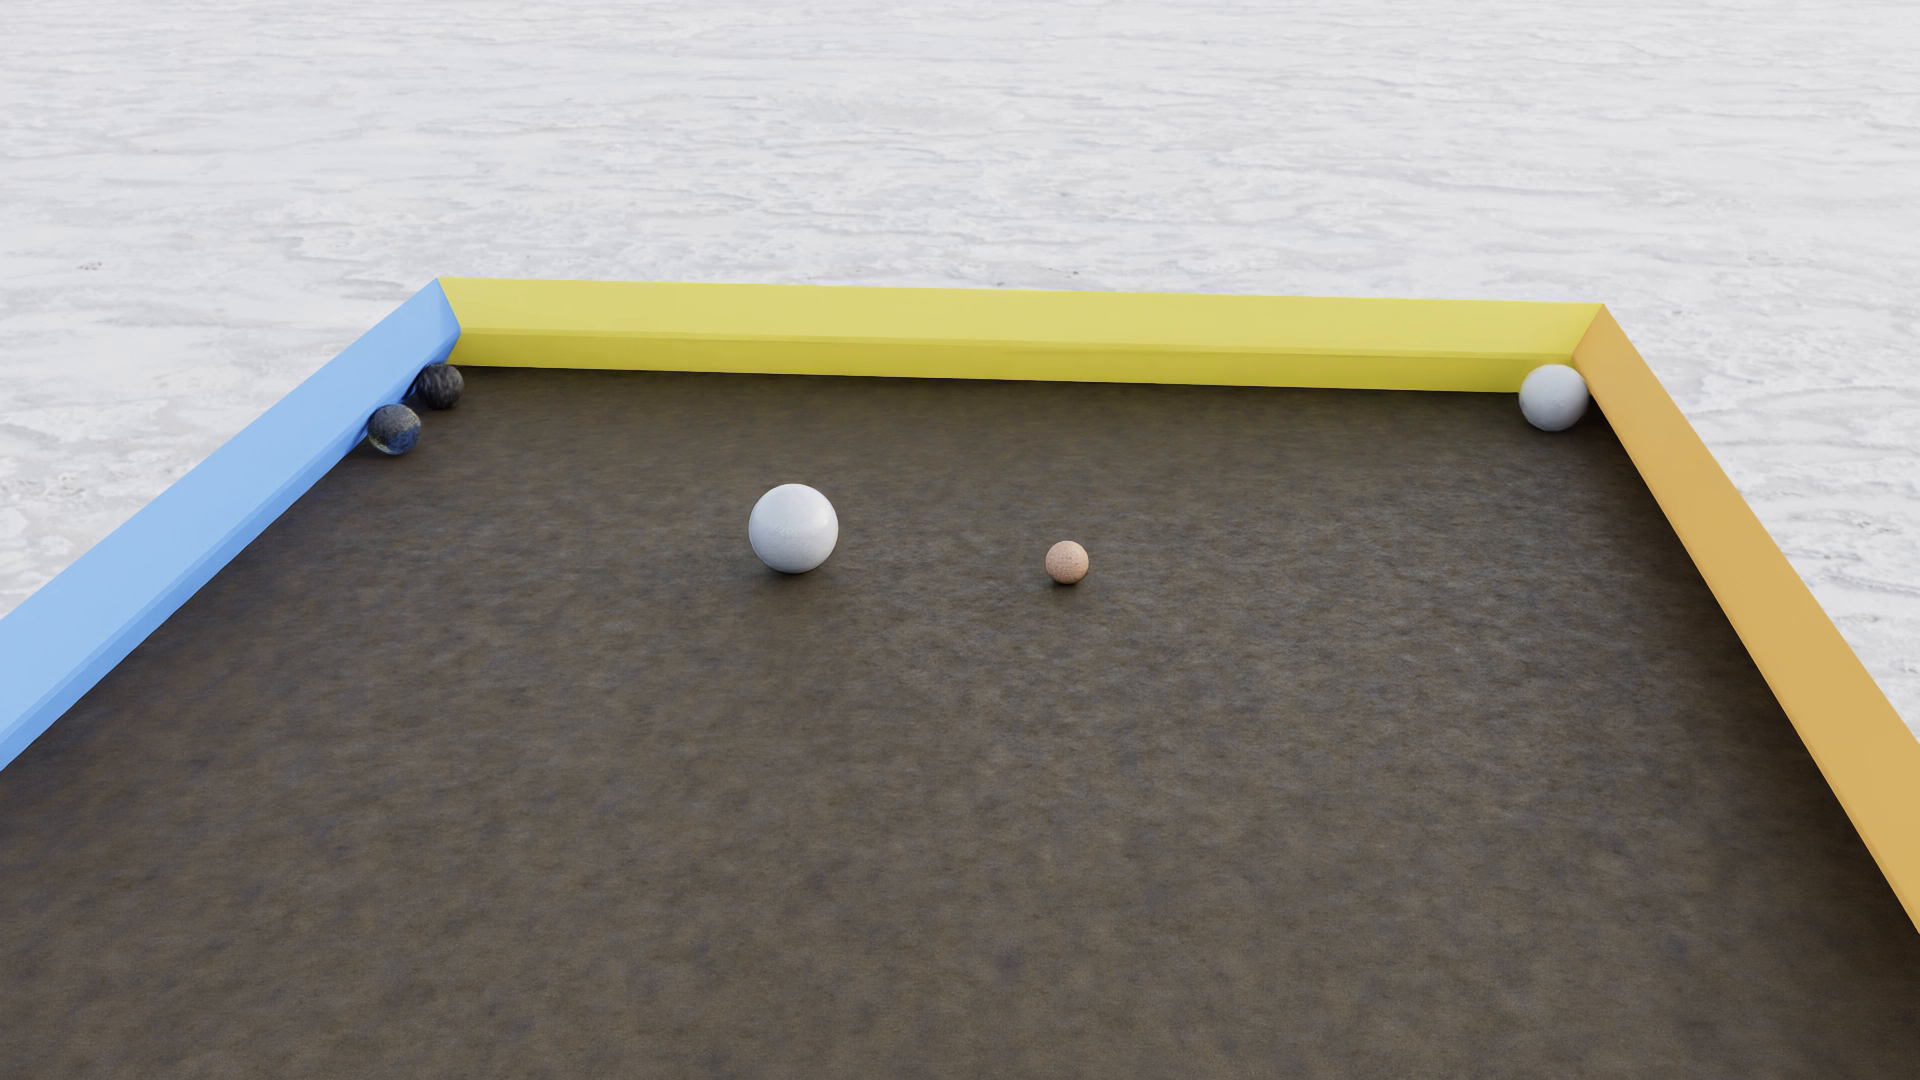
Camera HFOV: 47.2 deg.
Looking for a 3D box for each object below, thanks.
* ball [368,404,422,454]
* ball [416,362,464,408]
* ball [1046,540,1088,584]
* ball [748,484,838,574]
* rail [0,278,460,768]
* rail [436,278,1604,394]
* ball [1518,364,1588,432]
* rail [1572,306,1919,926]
[{"bbox_3d":[-0.720,-0.141,2.802,0.065,0.065,0.065,0,21,0],"label":"ball"},{"bbox_3d":[-0.705,-0.209,2.985,0.062,0.062,0.062,0,21,0],"label":"ball"},{"bbox_3d":[0.116,0.024,2.394,0.047,0.047,0.047,0,21,0],"label":"ball"},{"bbox_3d":[-0.183,-0.013,2.418,0.099,0.099,0.099,0,21,0],"label":"ball"},{"bbox_3d":[-0.858,0.212,1.786,0.045,0.129,2.965,2,21,5],"label":"rail"},{"bbox_3d":[0.064,-0.281,3.077,1.638,0.129,0.045,2,21,5],"label":"rail"},{"bbox_3d":[0.780,-0.188,2.891,0.089,0.089,0.089,0,21,0],"label":"ball"},{"bbox_3d":[0.726,0.262,1.654,0.045,0.129,2.965,2,21,5],"label":"rail"}]
